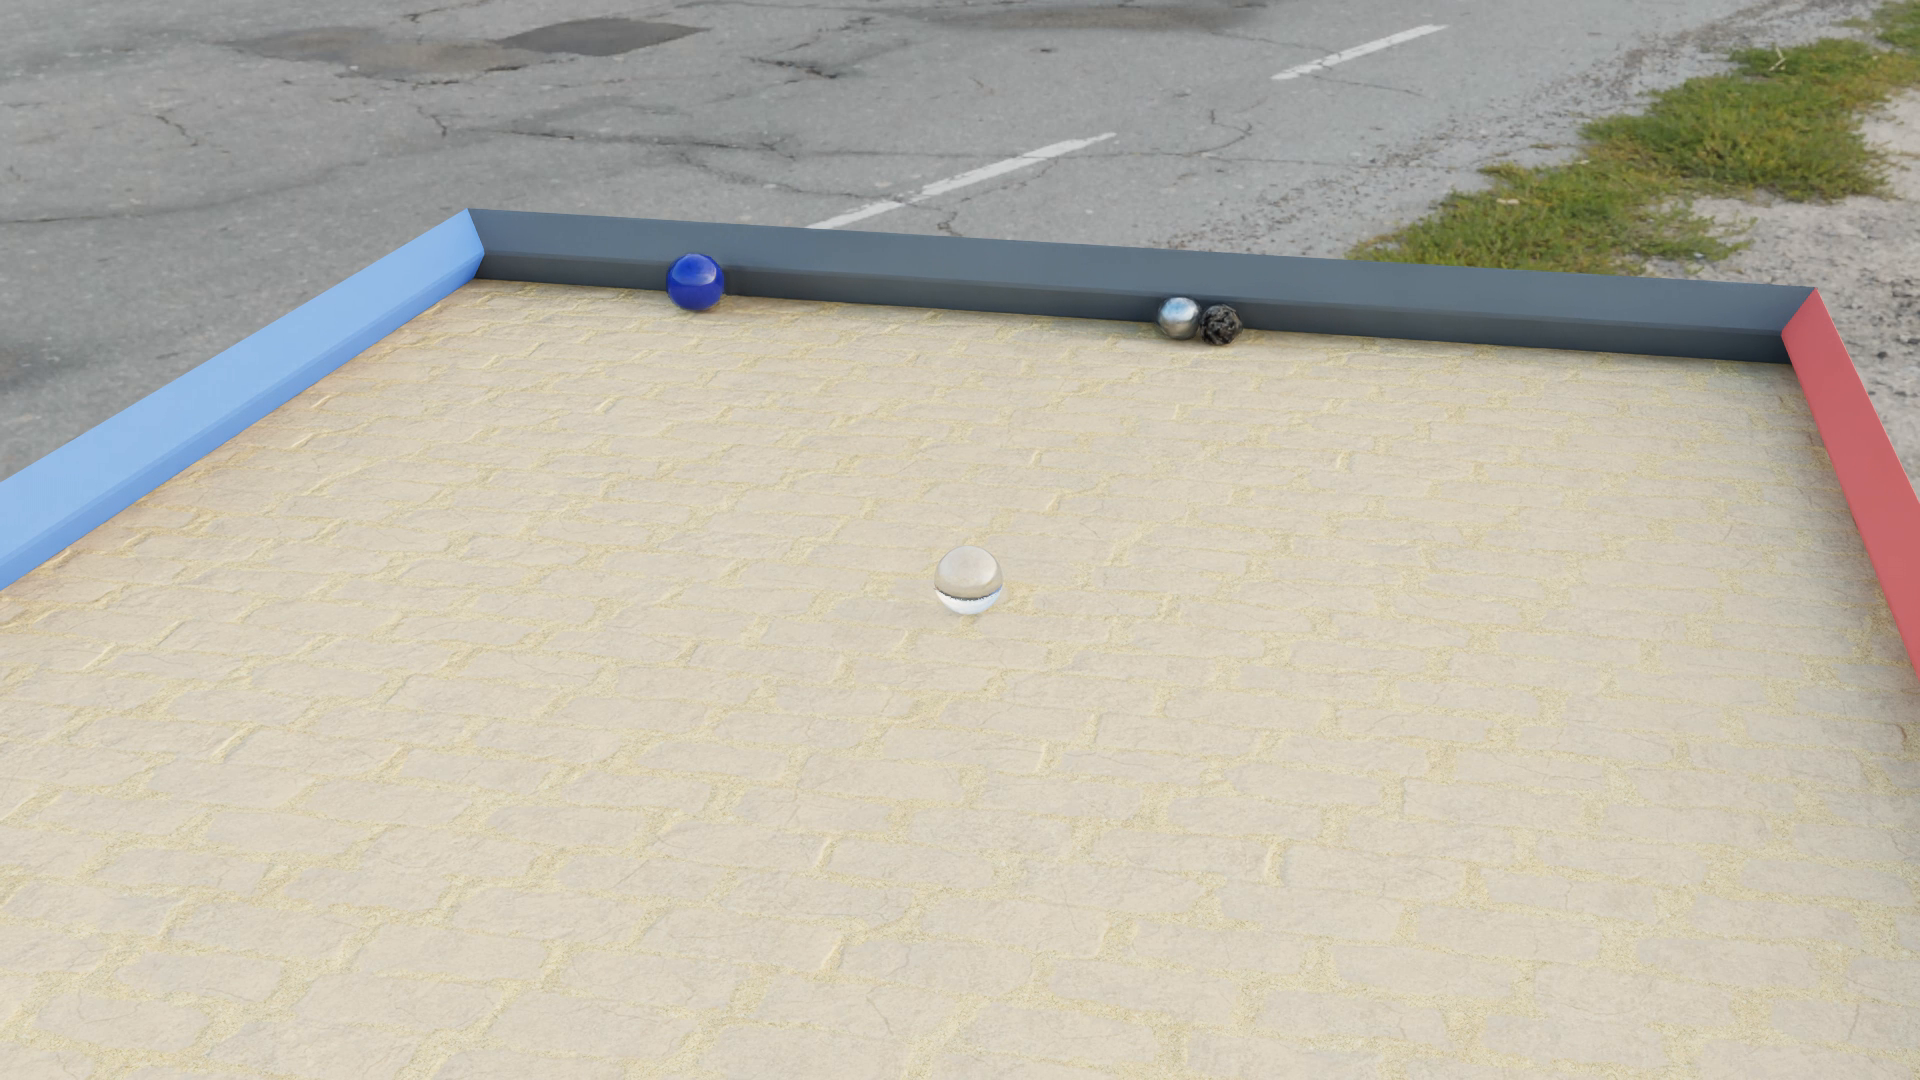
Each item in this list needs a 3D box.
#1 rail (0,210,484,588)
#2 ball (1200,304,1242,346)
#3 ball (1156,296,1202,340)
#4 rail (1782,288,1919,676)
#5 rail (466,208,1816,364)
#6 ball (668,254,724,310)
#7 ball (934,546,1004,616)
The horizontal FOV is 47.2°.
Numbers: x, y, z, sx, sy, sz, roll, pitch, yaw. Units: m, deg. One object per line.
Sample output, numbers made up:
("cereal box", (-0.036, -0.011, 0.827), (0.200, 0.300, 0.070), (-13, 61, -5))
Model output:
("rail", (-1.198, 0.270, 1.794), (0.045, 0.115, 3.933), (5, 23, 11))
("ball", (0.386, -0.319, 3.255), (0.060, 0.060, 0.060), (0, 23, 0))
("ball", (0.327, -0.332, 3.279), (0.066, 0.066, 0.066), (0, 23, 0))
("rail", (0.772, 0.441, 1.392), (0.045, 0.115, 3.933), (5, 23, 11))
("rail", (0.208, -0.385, 3.339), (2.066, 0.115, 0.045), (5, 23, 11))
("ball", (-0.409, -0.400, 3.409), (0.089, 0.089, 0.089), (0, 23, 0))
("ball", (0.009, 0.043, 2.382), (0.076, 0.076, 0.076), (0, 23, 0))
